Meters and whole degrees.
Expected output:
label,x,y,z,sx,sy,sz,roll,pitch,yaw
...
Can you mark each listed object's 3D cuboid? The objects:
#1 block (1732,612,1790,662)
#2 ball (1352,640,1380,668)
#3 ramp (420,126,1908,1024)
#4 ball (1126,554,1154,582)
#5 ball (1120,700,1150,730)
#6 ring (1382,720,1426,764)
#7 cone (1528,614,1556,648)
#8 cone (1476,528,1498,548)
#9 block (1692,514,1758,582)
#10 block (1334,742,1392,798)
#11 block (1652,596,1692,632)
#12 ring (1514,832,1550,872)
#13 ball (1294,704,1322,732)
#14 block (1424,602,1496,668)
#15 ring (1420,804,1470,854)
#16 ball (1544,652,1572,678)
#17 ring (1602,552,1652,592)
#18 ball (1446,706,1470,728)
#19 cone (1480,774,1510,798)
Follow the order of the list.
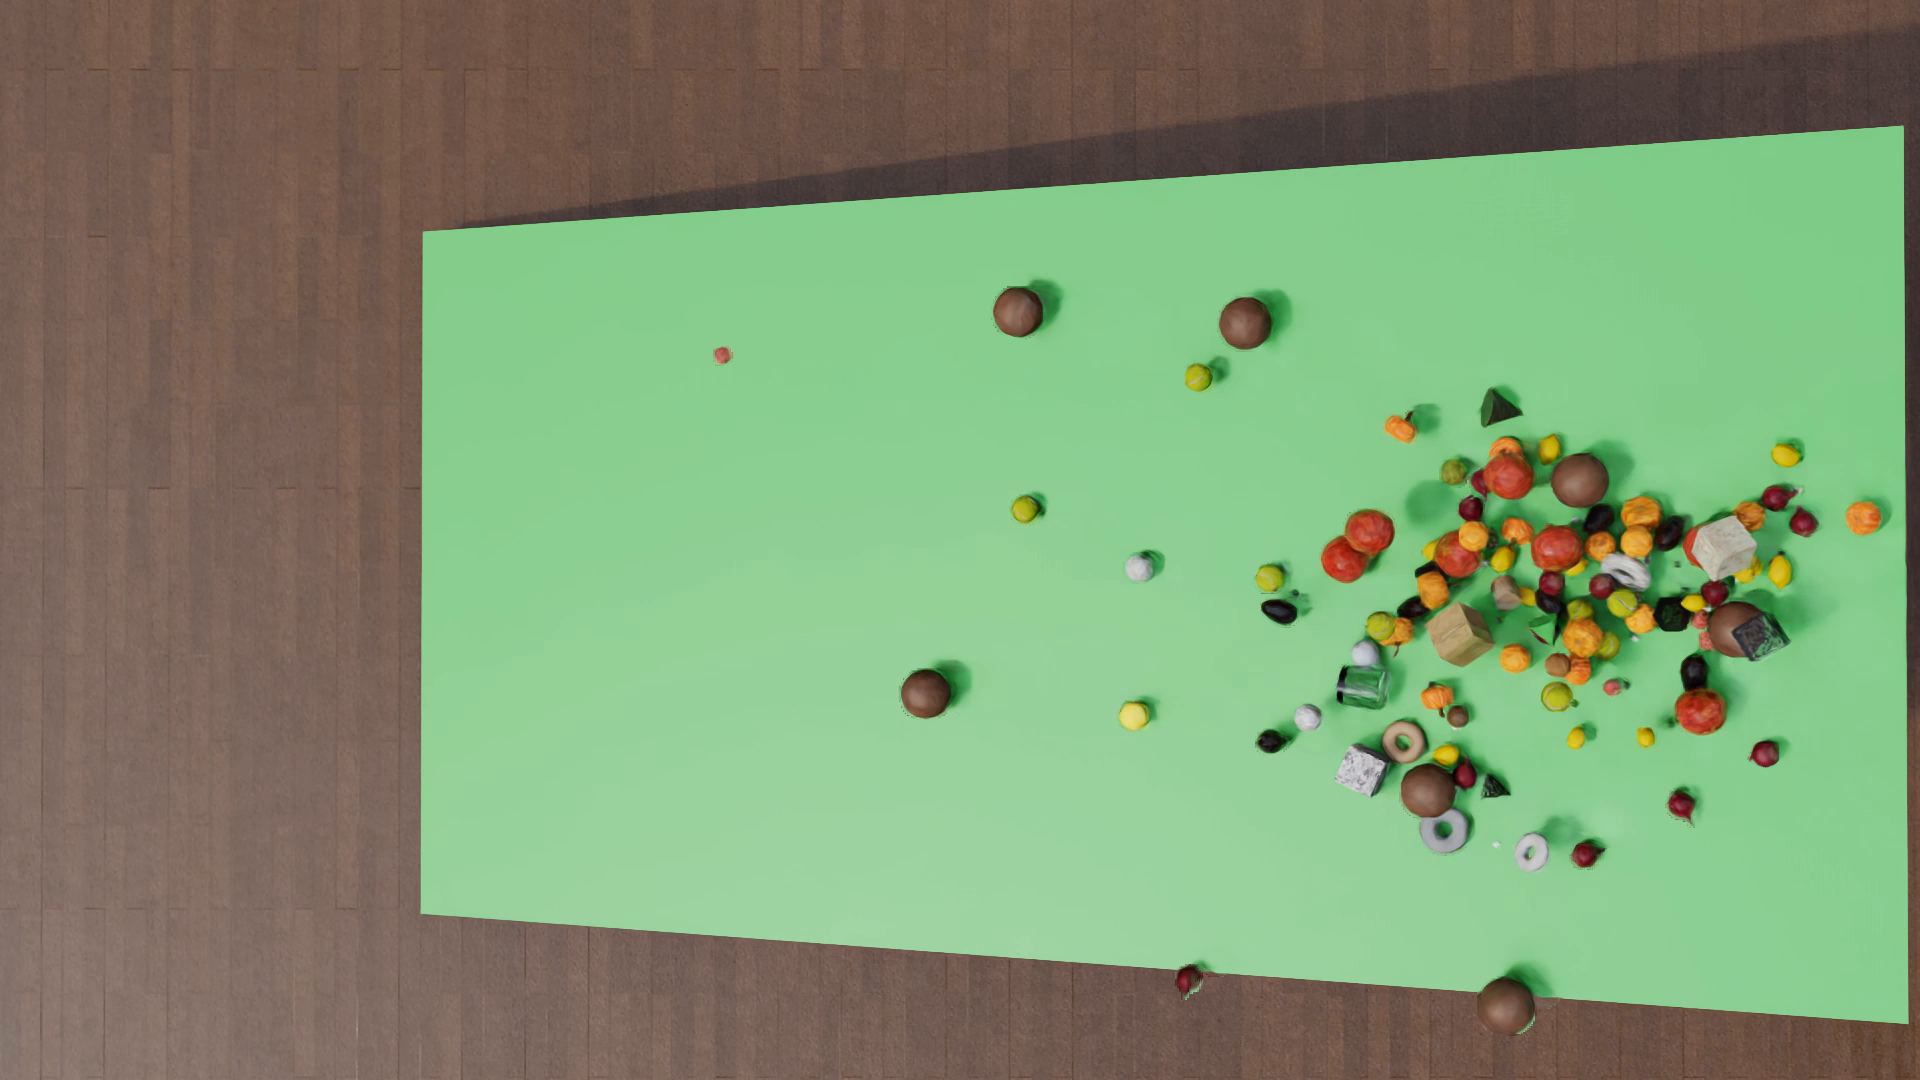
label,x,y,z,sx,sy,sz,roll,pitch,yaw
block,1.763,0.214,4.842,0.080,0.080,0.080,-38,69,27
ball,0.983,0.275,5.331,0.068,0.068,0.068,0,89,0
ramp,0.283,0.085,5.720,4.000,0.100,2.000,0,89,23
ball,0.453,0.071,5.555,0.072,0.072,0.072,0,89,0
ball,0.440,0.443,5.554,0.075,0.075,0.075,0,89,0
ring,1.071,0.488,5.309,0.107,0.036,0.107,0,91,23
cone,1.365,0.219,5.108,0.072,0.072,0.072,-25,99,0
cone,1.248,-0.002,5.245,0.050,0.050,0.050,3,84,-35
block,1.698,0.018,4.887,0.091,0.091,0.091,-20,55,-8
block,0.976,0.556,5.316,0.094,0.094,0.094,26,99,21
block,1.634,0.170,5.043,0.055,0.055,0.055,47,56,-27
ring,1.325,0.723,5.094,0.031,0.094,0.094,24,89,-30
ball,0.839,0.428,5.299,0.068,0.068,0.068,0,89,0
block,1.166,0.221,5.127,0.099,0.099,0.099,-39,50,28
ring,1.158,0.691,5.258,0.117,0.039,0.117,-2,78,10
ball,1.373,0.287,5.049,0.059,0.059,0.059,0,89,0
ring,1.539,0.075,5.079,0.121,0.121,0.040,36,68,0
ball,1.189,0.422,5.249,0.055,0.055,0.055,0,89,0
cone,1.277,0.594,5.216,0.065,0.065,0.065,18,89,3
